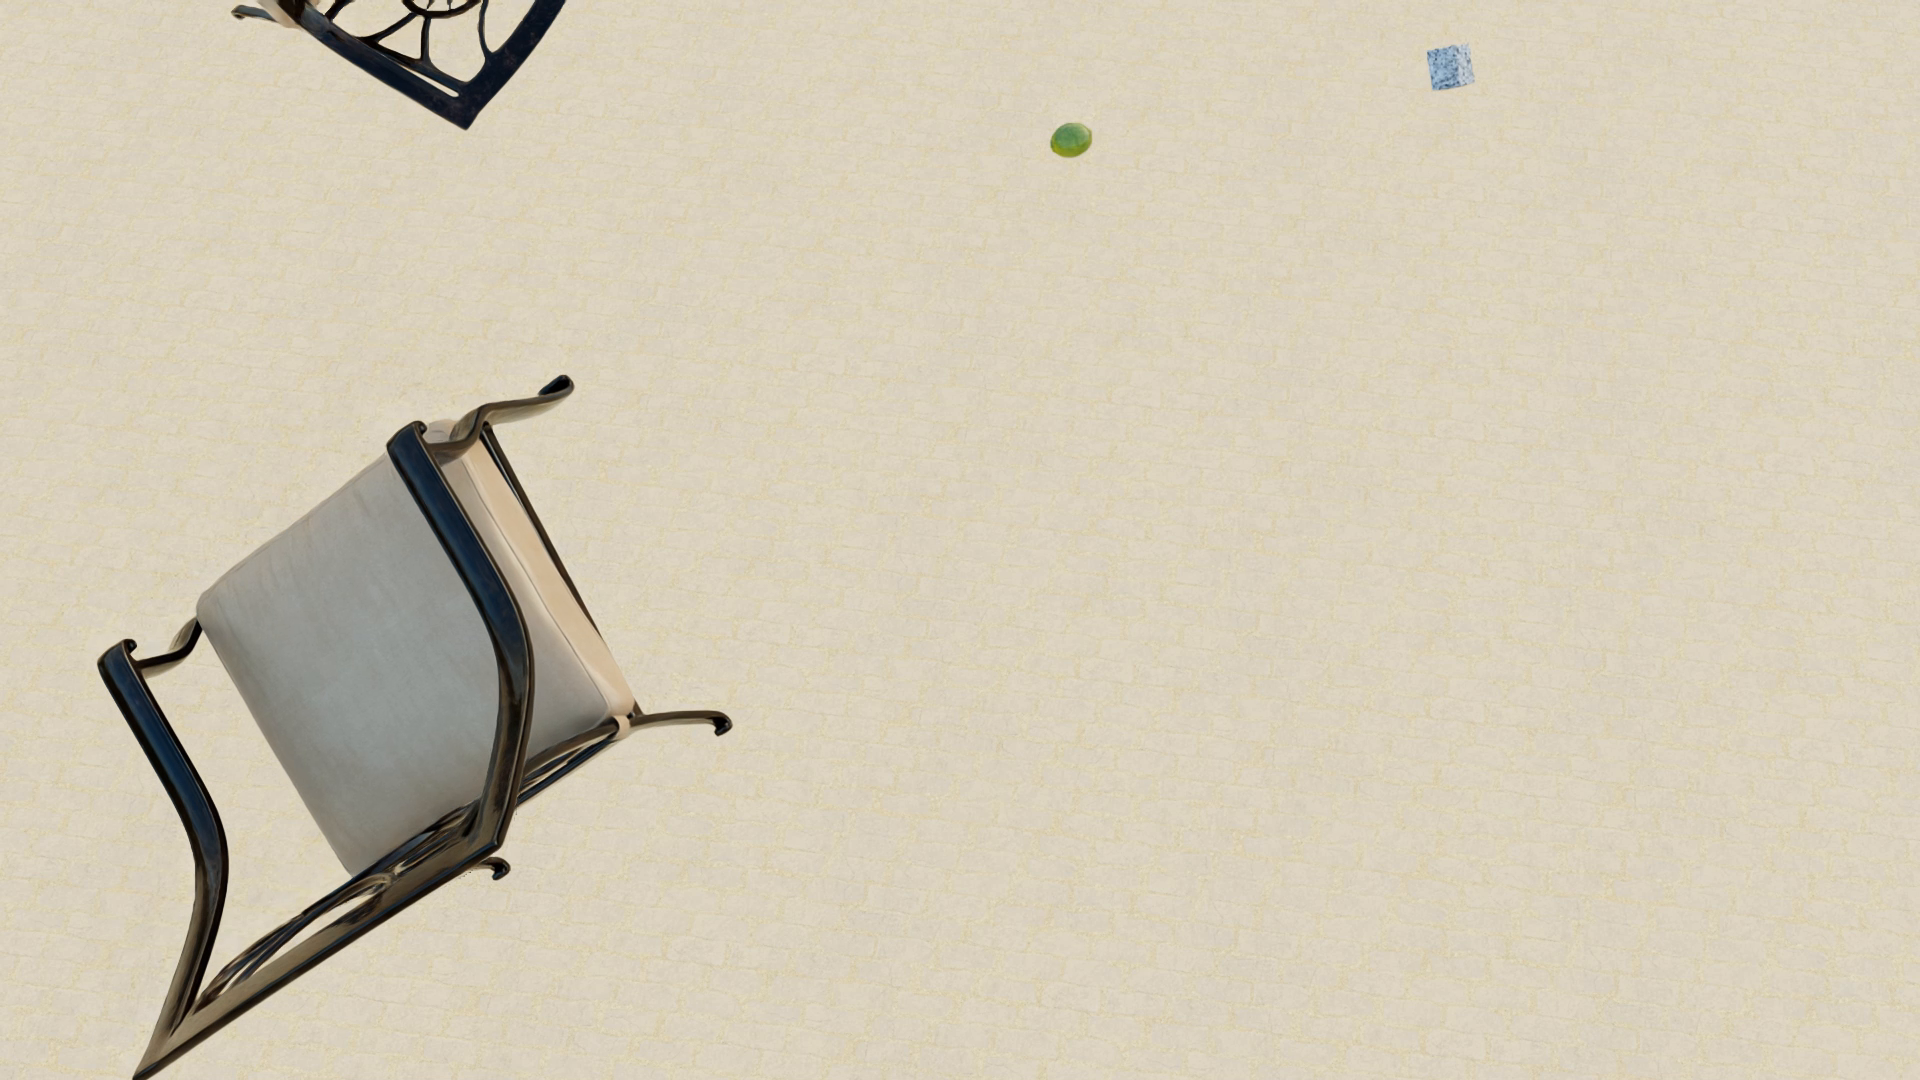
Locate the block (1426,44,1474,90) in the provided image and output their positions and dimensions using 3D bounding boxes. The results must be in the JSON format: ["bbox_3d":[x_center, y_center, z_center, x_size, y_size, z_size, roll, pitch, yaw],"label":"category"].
[{"bbox_3d":[1.137,-1.096,5.095,0.068,0.091,0.095,-6,9,35],"label":"block"}]
